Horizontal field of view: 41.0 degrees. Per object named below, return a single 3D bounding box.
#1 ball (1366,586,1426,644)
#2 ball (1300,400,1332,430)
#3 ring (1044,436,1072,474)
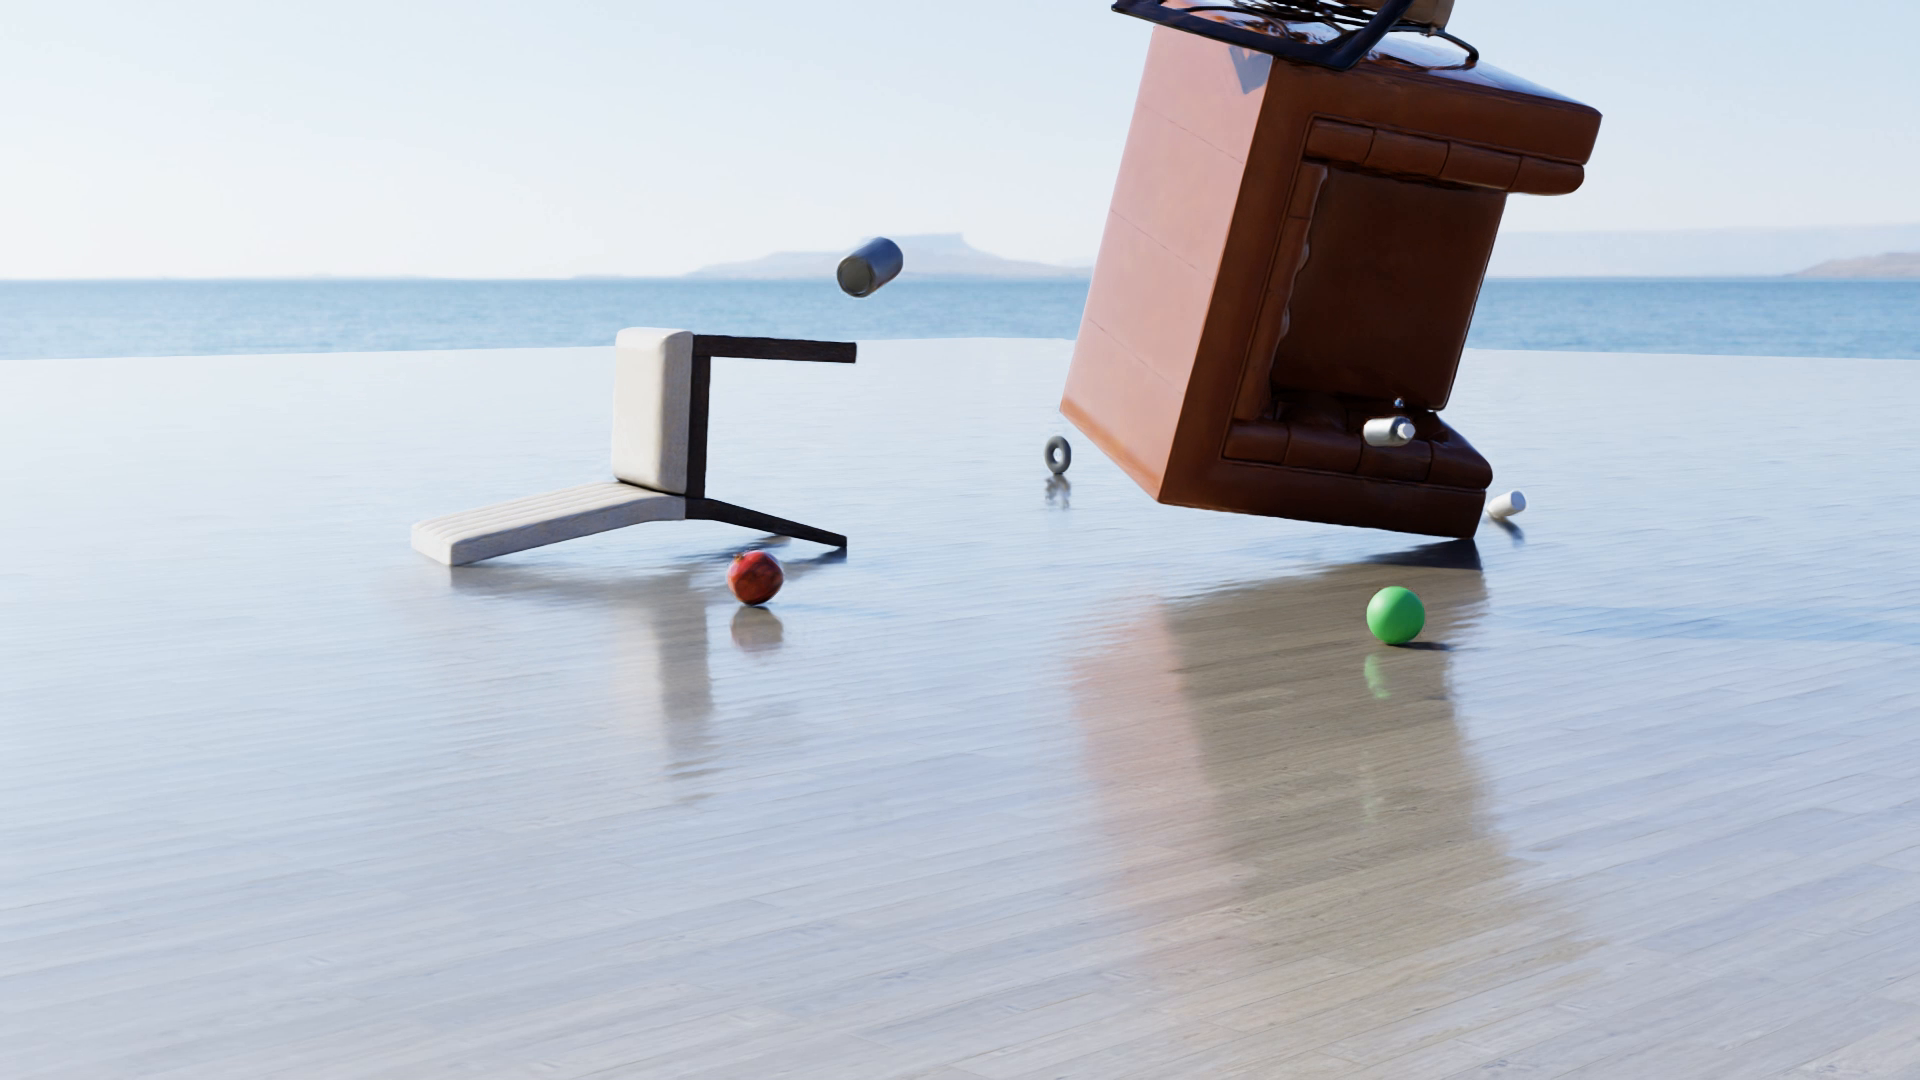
[{"bbox_3d":[0.781,0.135,4.595,0.104,0.104,0.104,0,6,0],"label":"ball"},{"bbox_3d":[1.080,-0.380,7.792,0.097,0.097,0.097,0,6,0],"label":"ball"},{"bbox_3d":[0.325,-0.283,8.528,0.102,0.130,0.029,0,6,31],"label":"ring"}]
